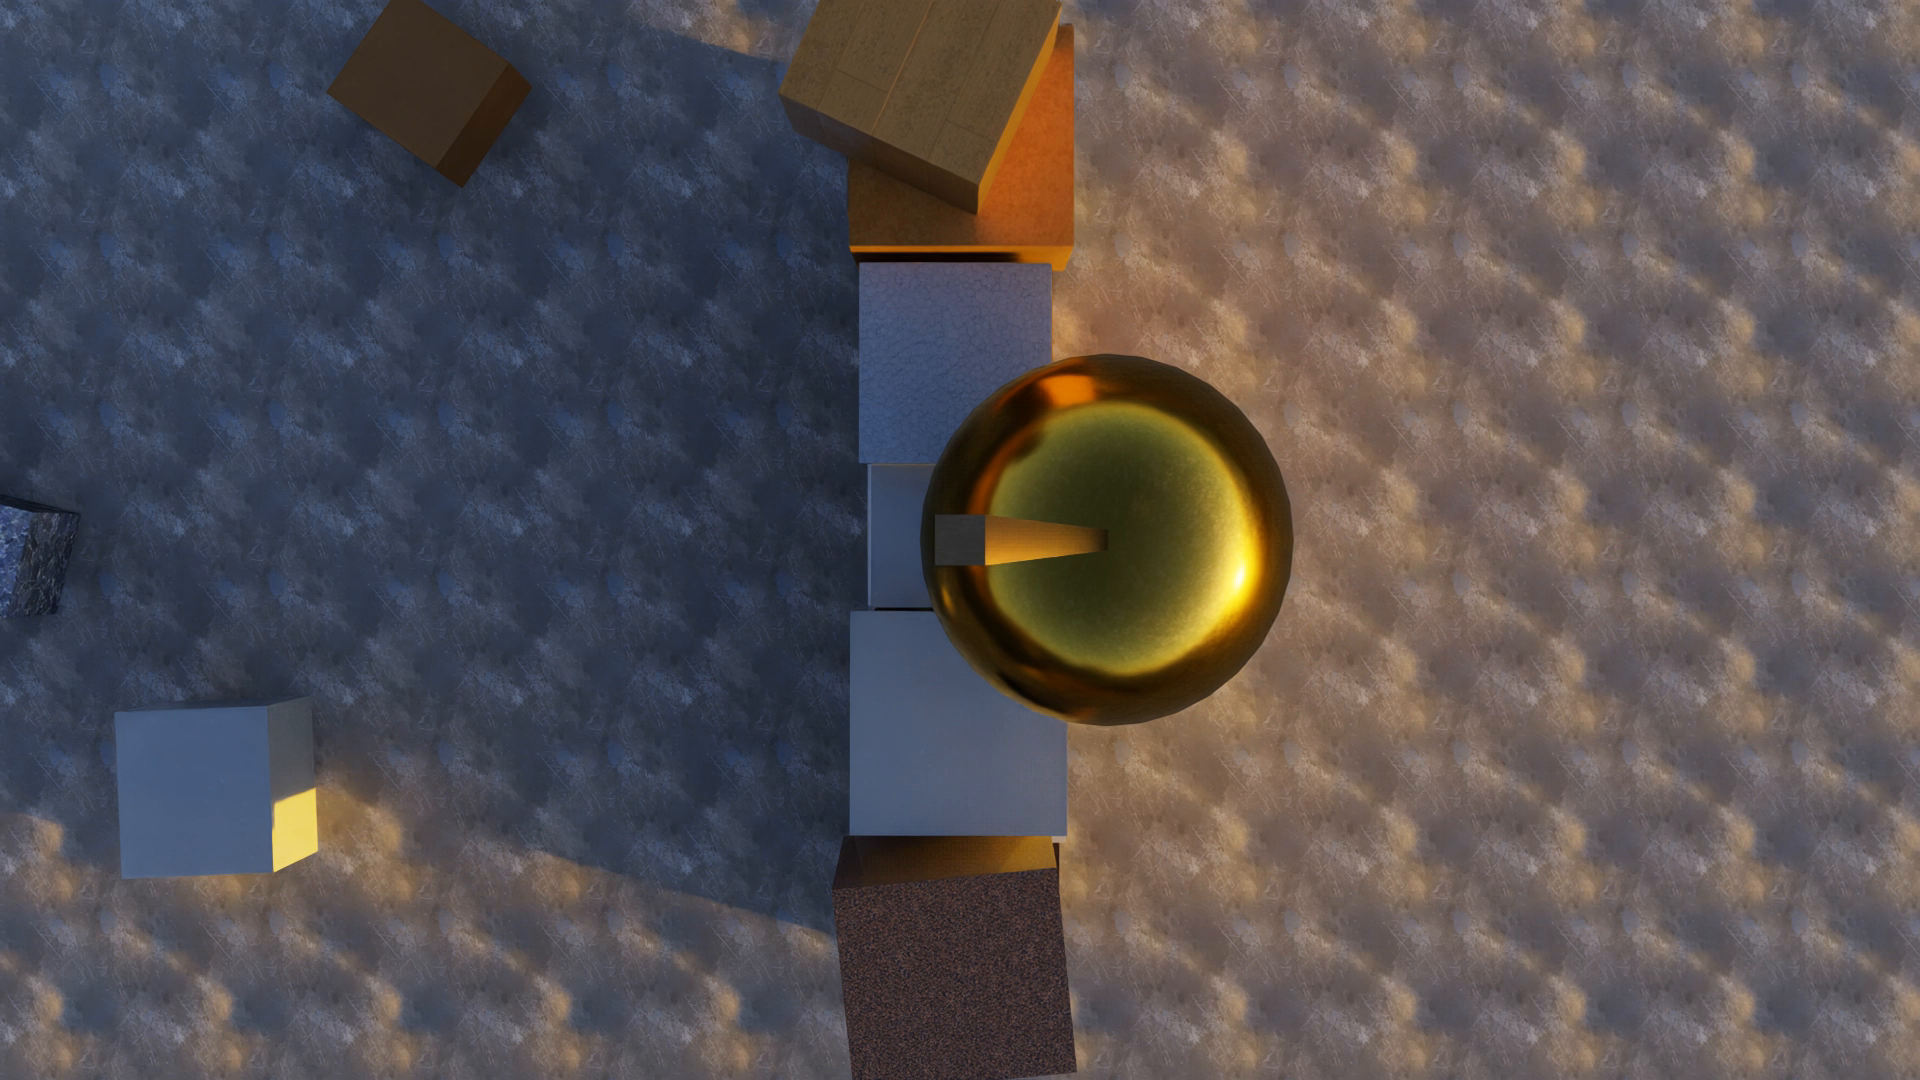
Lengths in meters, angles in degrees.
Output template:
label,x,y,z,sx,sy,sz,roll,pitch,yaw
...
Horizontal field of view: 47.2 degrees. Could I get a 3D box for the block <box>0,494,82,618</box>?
label,x,y,z,sx,sy,sz,roll,pitch,yaw
block,-5.558,0.068,12.655,0.597,0.691,0.610,14,90,0

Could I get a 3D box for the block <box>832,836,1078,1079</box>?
label,x,y,z,sx,sy,sz,roll,pitch,yaw
block,-0.023,1.964,10.562,1.030,1.040,0.965,-6,96,1

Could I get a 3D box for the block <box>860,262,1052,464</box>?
label,x,y,z,sx,sy,sz,roll,pitch,yaw
block,-0.019,-0.829,10.600,0.887,0.903,0.924,0,92,0

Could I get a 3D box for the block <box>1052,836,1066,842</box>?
label,x,y,z,sx,sy,sz,roll,pitch,yaw
block,-0.003,0.982,11.499,1.063,0.920,1.078,0,90,0

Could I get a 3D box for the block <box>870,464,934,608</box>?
label,x,y,z,sx,sy,sz,roll,pitch,yaw
block,-0.018,-0.016,10.680,0.796,0.809,0.674,0,89,0

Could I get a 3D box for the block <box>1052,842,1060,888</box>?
label,x,y,z,sx,sy,sz,roll,pitch,yaw
block,0.019,2.039,11.637,0.968,1.009,1.025,0,90,0

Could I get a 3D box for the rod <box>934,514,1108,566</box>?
label,x,y,z,sx,sy,sz,roll,pitch,yaw
rod,0.271,0.000,6.052,0.080,5.200,0.080,0,90,6

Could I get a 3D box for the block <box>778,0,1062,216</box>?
label,x,y,z,sx,sy,sz,roll,pitch,yaw
block,-0.163,-2.020,9.456,0.909,0.911,0.823,25,90,0

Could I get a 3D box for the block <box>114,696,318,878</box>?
label,x,y,z,sx,sy,sz,roll,pitch,yaw
block,-4.236,1.396,12.583,0.842,0.834,0.922,-2,90,0

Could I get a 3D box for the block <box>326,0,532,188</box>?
label,x,y,z,sx,sy,sz,roll,pitch,yaw
block,-3.040,-2.591,12.661,0.746,0.678,0.729,35,90,0

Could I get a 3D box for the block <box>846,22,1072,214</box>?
label,x,y,z,sx,sy,sz,roll,pitch,yaw
block,-0.002,-2.090,11.438,1.121,1.098,0.941,0,90,0

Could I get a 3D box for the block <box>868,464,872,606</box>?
label,x,y,z,sx,sy,sz,roll,pitch,yaw
block,-0.009,-0.021,11.525,0.913,0.880,0.916,0,89,0

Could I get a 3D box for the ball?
label,x,y,z,sx,sy,sz,roll,pitch,yaw
ball,0.625,0.000,9.433,1.600,1.600,1.600,0,90,0

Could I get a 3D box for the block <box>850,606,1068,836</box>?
label,x,y,z,sx,sy,sz,roll,pitch,yaw
block,-0.005,0.848,10.595,1.005,0.889,1.035,0,90,0

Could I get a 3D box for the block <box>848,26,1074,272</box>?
label,x,y,z,sx,sy,sz,roll,pitch,yaw
block,0.007,-1.824,10.400,1.016,0.974,0.991,0,90,0
